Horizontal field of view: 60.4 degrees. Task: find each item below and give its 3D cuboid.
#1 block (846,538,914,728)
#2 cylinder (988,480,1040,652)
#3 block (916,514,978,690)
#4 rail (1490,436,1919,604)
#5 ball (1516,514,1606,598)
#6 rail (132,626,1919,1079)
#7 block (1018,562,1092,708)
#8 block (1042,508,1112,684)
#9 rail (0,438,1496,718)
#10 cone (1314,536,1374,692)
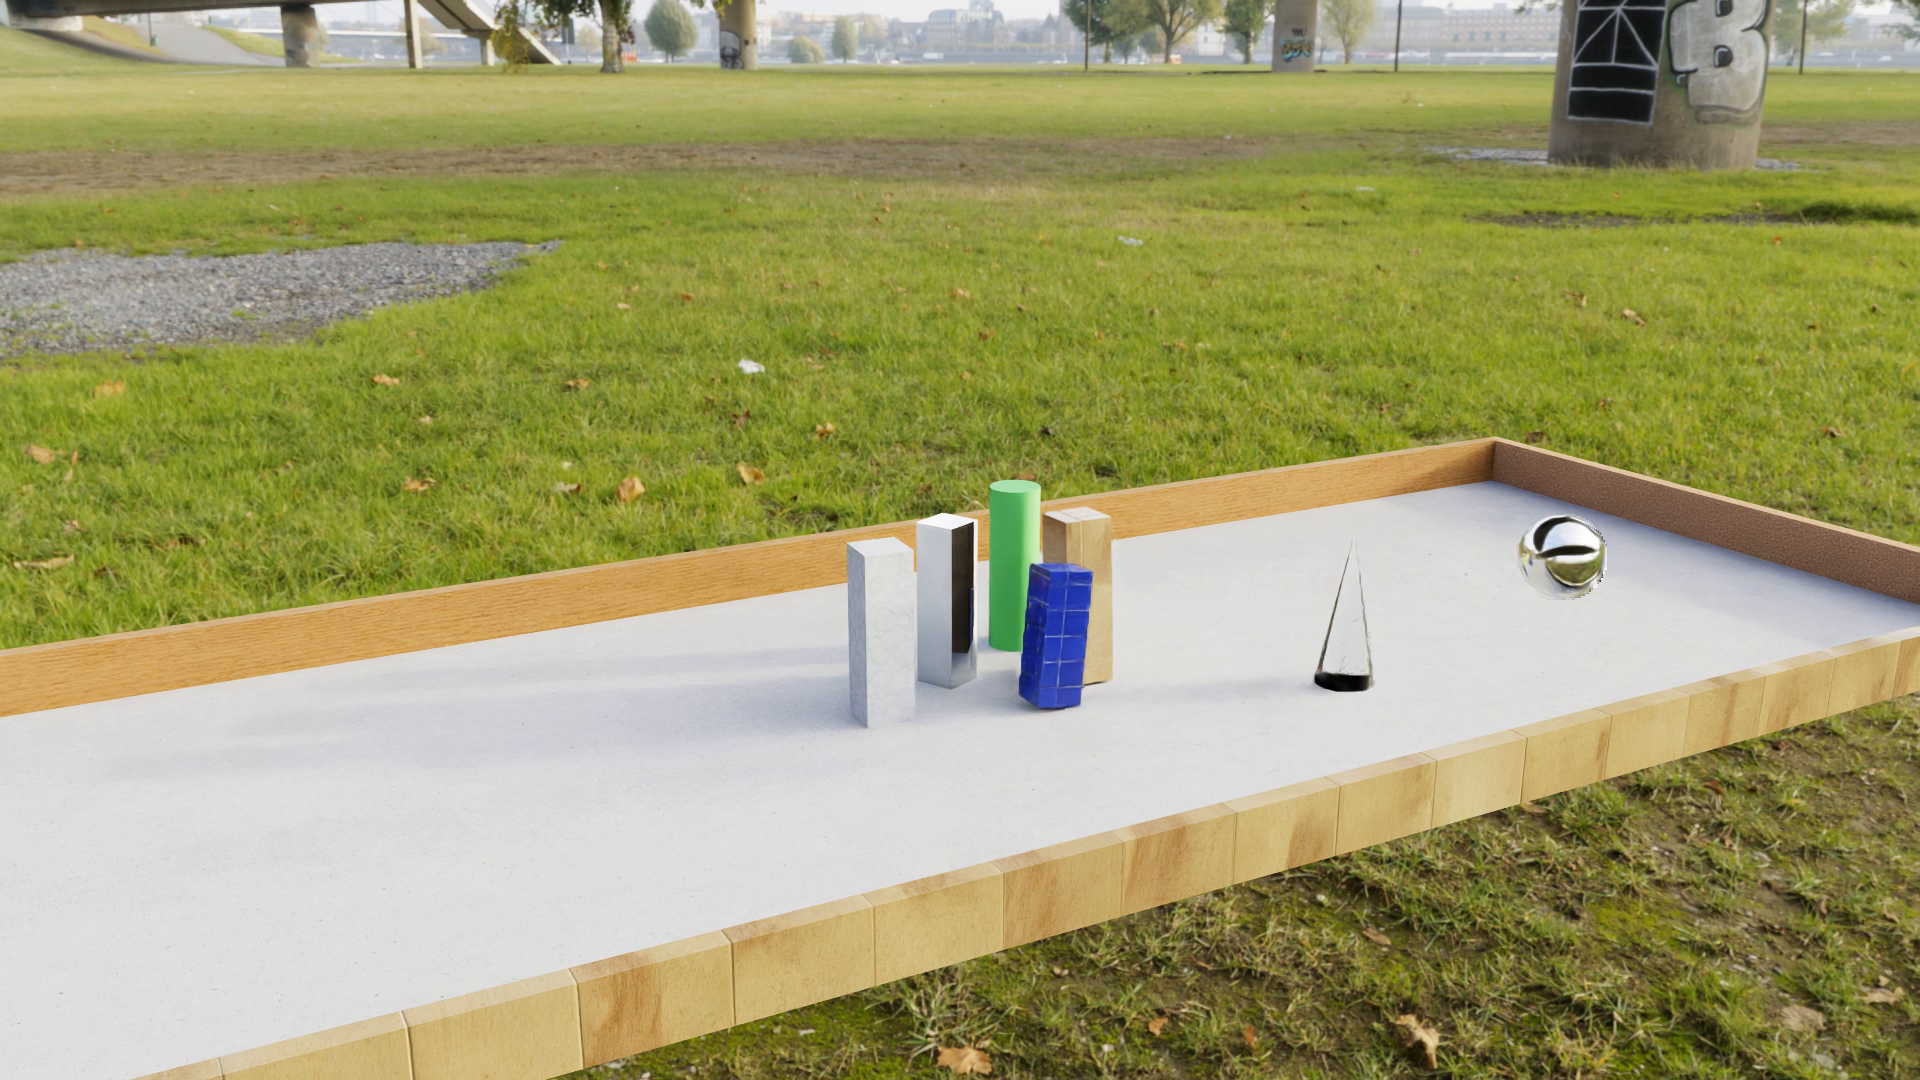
[{"bbox_3d":[-0.185,0.217,3.870,0.119,0.421,0.119,-7,18,-23],"label":"block"},{"bbox_3d":[0.143,0.068,4.354,0.132,0.434,0.132,0,16,0],"label":"cylinder"},{"bbox_3d":[-0.032,0.152,4.102,0.107,0.414,0.107,12,20,35],"label":"block"},{"bbox_3d":[2.466,-0.048,5.253,0.050,0.150,2.100,-9,18,-27],"label":"rail"},{"bbox_3d":[1.350,0.037,3.706,0.187,0.187,0.187,0,16,0],"label":"ball"},{"bbox_3d":[-2.336,1.006,1.665,12.000,0.150,0.050,-9,18,-27],"label":"rail"},{"bbox_3d":[0.229,0.227,3.967,0.112,0.329,0.112,0,10,-24],"label":"block"},{"bbox_3d":[0.294,0.141,4.121,0.126,0.418,0.126,-8,15,-24],"label":"block"},{"bbox_3d":[-3.305,0.497,3.399,12.000,0.150,0.050,-9,18,-27],"label":"rail"},{"bbox_3d":[0.965,0.169,4.090,0.149,0.389,0.149,0,16,0],"label":"cone"}]
